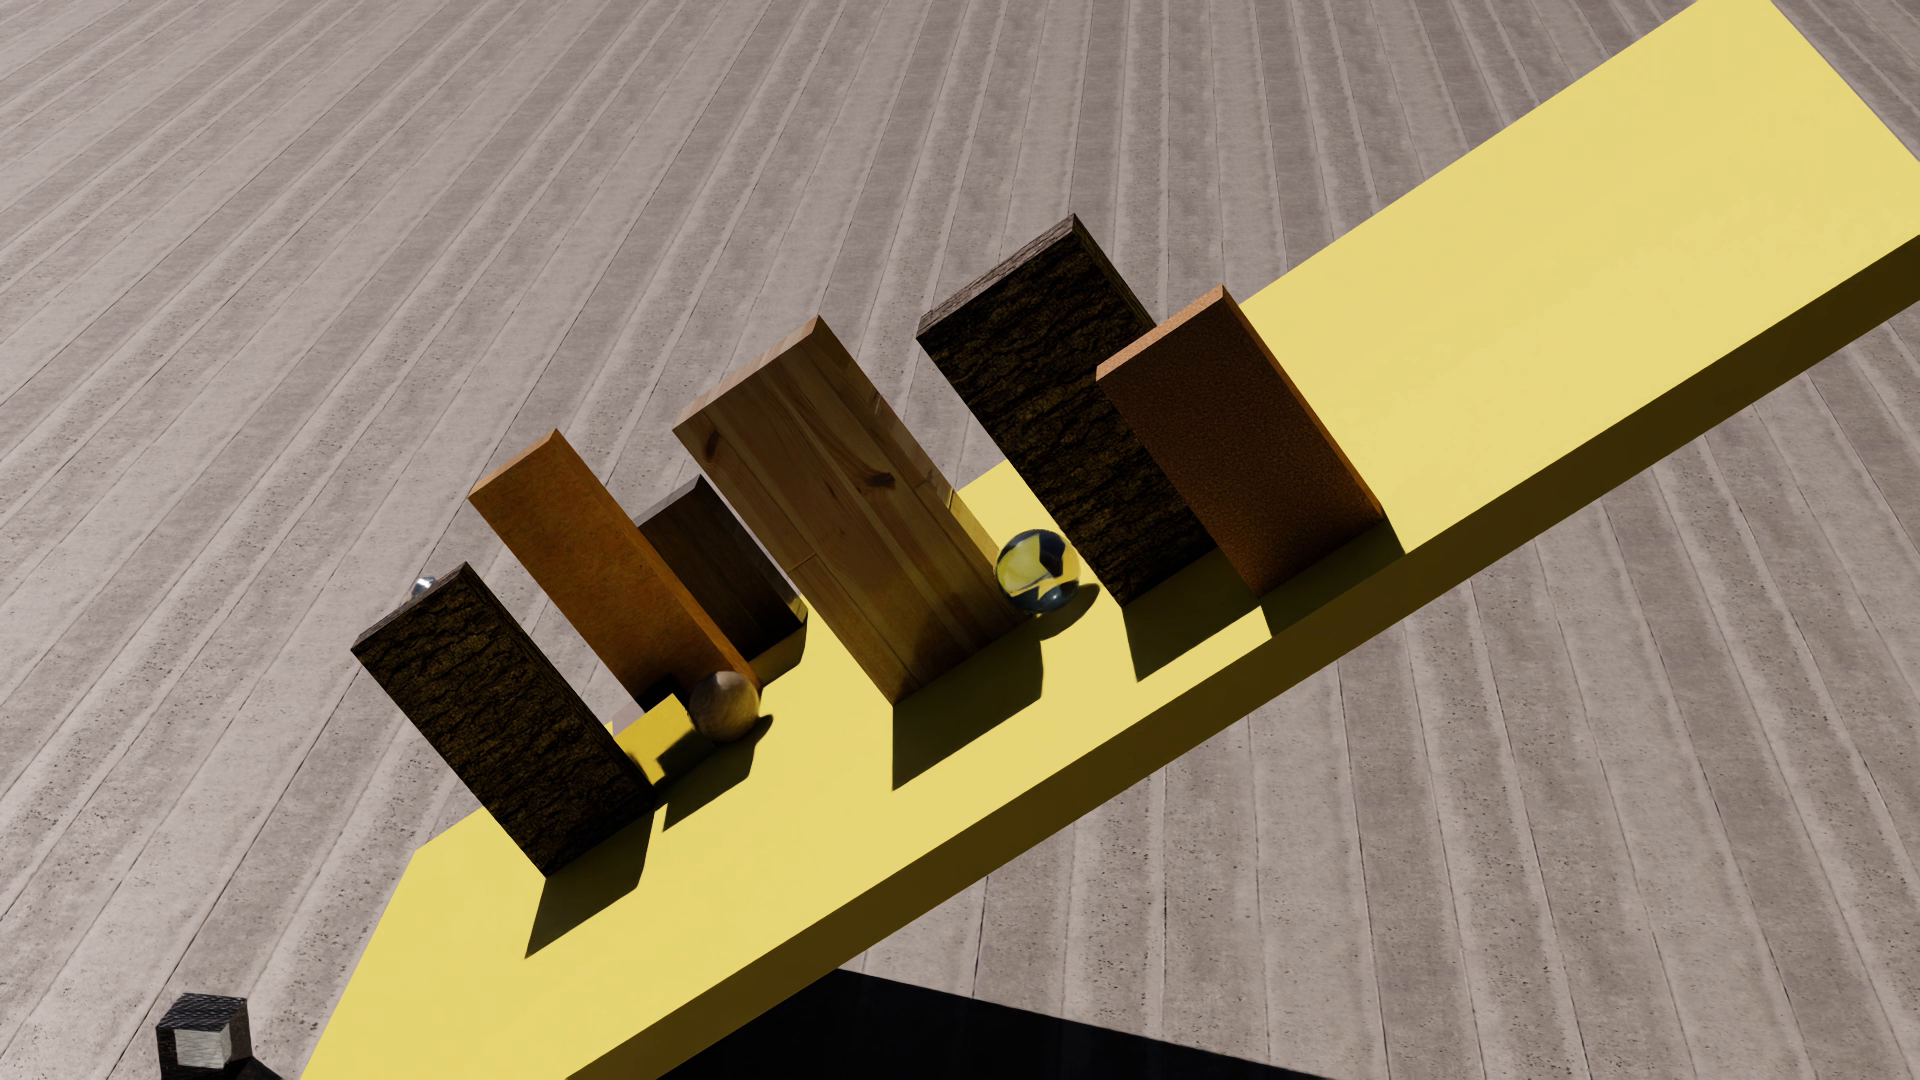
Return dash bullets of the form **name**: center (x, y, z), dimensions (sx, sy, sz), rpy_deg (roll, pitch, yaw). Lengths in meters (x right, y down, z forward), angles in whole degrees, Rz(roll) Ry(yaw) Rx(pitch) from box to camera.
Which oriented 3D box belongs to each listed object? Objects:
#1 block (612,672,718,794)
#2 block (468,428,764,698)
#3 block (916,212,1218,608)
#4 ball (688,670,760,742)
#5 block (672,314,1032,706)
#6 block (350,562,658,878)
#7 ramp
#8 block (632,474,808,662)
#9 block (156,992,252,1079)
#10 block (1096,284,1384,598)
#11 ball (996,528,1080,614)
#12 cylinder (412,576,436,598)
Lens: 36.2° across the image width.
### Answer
- **block**: center (-0.687, 0.448, 6.844), dimensions (0.172, 0.172, 0.172), rpy_deg (-37, 15, 2)
- **block**: center (-0.801, 0.121, 6.881), dimensions (0.246, 0.786, 0.088), rpy_deg (-33, 16, 16)
- **block**: center (0.269, -0.248, 5.746), dimensions (0.369, 0.686, 0.131), rpy_deg (-33, 16, 16)
- **ball**: center (-0.540, 0.380, 6.730), dimensions (0.164, 0.164, 0.164), rpy_deg (0, 22, 0)
- **block**: center (-0.216, -0.055, 6.135), dimensions (0.365, 0.759, 0.123), rpy_deg (-33, 16, 16)
- **block**: center (-1.035, 0.415, 6.713), dimensions (0.320, 0.703, 0.085), rpy_deg (-33, 16, 16)
- **ramp**: center (0.132, 0.176, 6.314), dimensions (4.000, 0.100, 2.000), rpy_deg (-33, 16, 16)
- **block**: center (-0.619, 0.098, 7.204), dimensions (0.282, 0.436, 0.104), rpy_deg (-33, 16, 16)
- **block**: center (-1.771, 1.176, 6.896), dimensions (0.158, 0.158, 0.158), rpy_deg (4, 22, 9)
- **block**: center (0.508, -0.175, 5.329), dimensions (0.274, 0.515, 0.084), rpy_deg (-33, 16, 16)
- **ball**: center (0.161, 0.064, 6.053), dimensions (0.175, 0.175, 0.175), rpy_deg (0, 22, 0)
- **cylinder**: center (-1.675, 0.186, 9.411), dimensions (0.111, 0.111, 0.111), rpy_deg (20, 29, 40)
